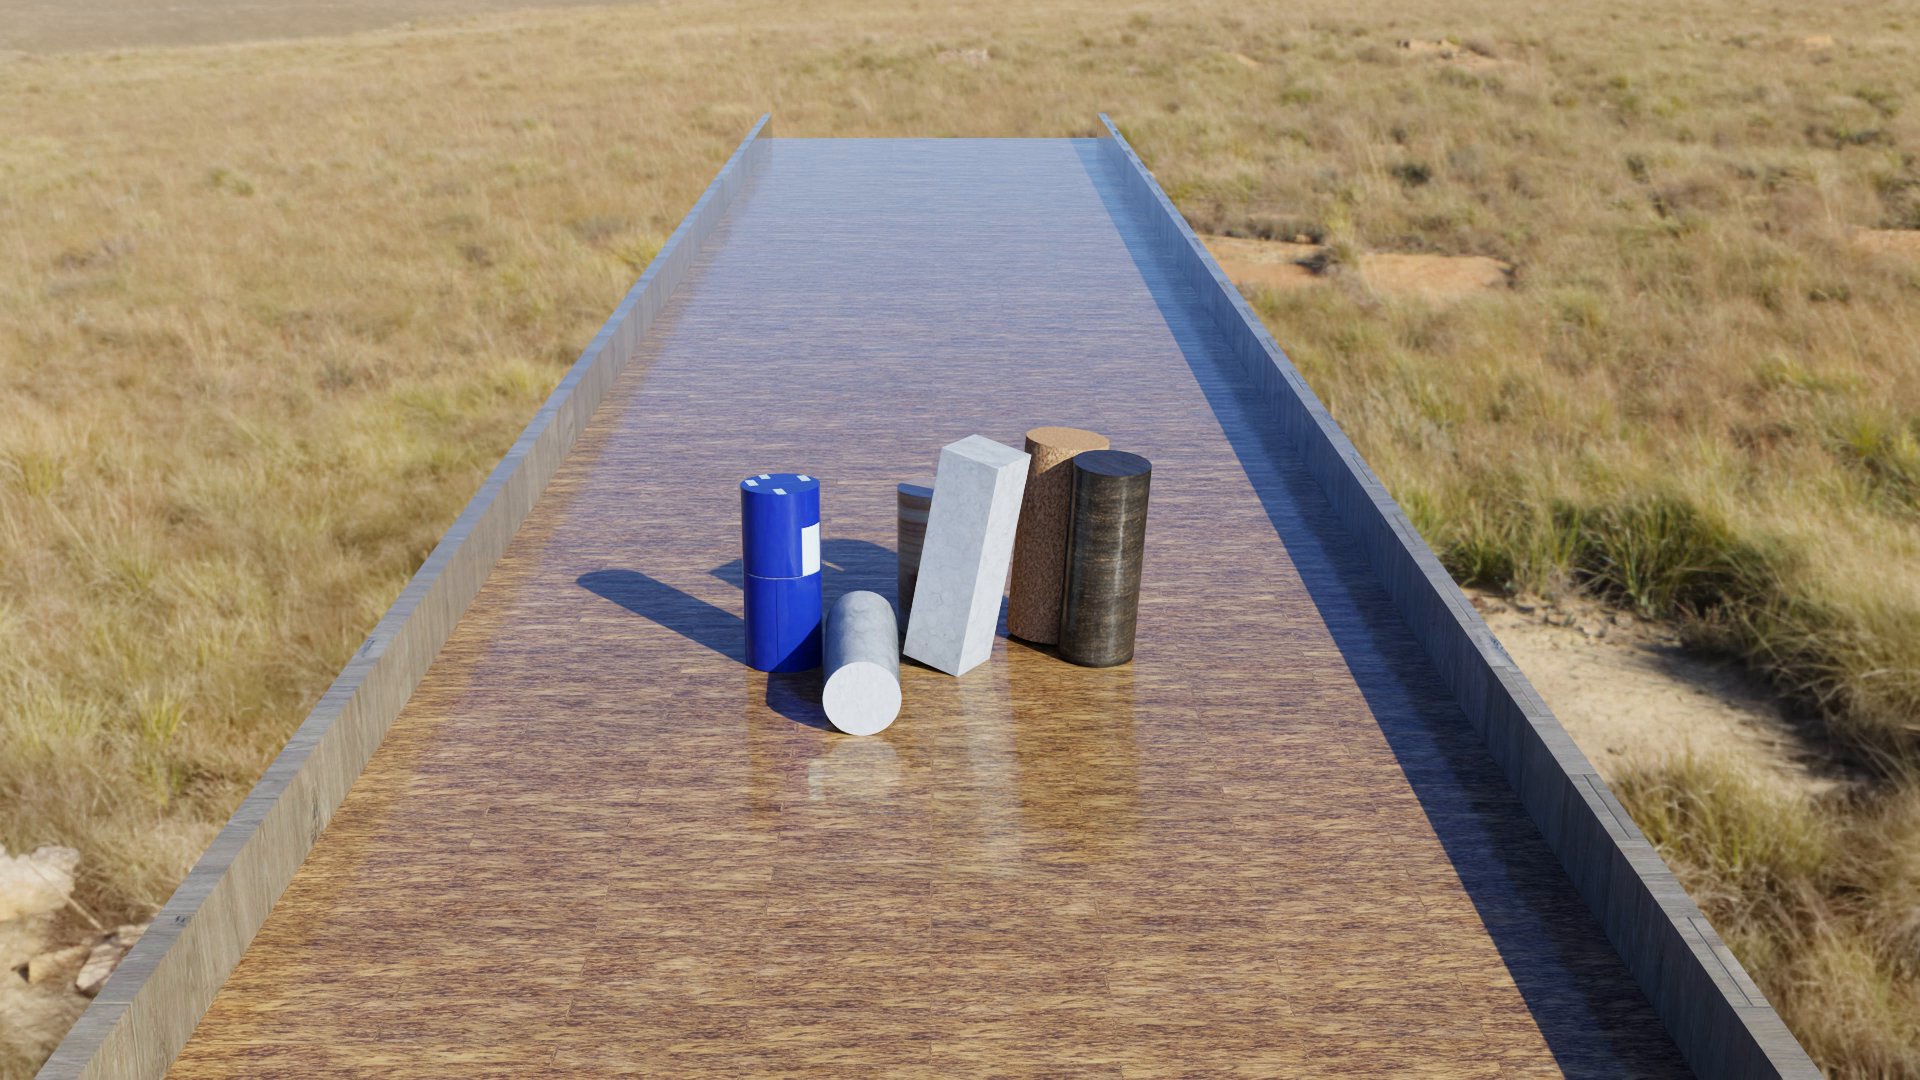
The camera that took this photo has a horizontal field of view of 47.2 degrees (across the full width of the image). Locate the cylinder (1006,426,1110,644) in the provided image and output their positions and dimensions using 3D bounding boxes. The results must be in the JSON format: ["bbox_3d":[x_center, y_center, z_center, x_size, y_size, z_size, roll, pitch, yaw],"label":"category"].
[{"bbox_3d":[0.199,-0.010,4.510,0.170,0.414,0.170,5,17,-2],"label":"cylinder"}]

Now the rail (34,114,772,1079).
[{"bbox_3d":[-1.118,-0.838,7.780,0.050,0.150,12.000,0,17,-1],"label":"rail"}]

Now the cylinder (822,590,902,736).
[{"bbox_3d":[-0.188,0.229,4.205,0.143,0.143,0.421,-1,17,-2],"label":"cylinder"}]

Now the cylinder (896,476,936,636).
[{"bbox_3d":[-0.048,0.038,4.560,0.163,0.307,0.163,0,17,0],"label":"cylinder"}]

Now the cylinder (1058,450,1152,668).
[{"bbox_3d":[0.286,0.037,4.370,0.154,0.404,0.154,3,21,-1],"label":"cylinder"}]

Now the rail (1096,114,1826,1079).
[{"bbox_3d":[0.932,-0.844,7.801,0.050,0.150,12.000,0,17,-1],"label":"rail"}]

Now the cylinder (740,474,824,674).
[{"bbox_3d":[-0.353,0.065,4.364,0.156,0.367,0.156,0,17,0],"label":"cylinder"}]

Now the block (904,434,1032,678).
[{"bbox_3d":[0.012,0.031,4.315,0.128,0.444,0.128,22,24,25],"label":"block"}]
